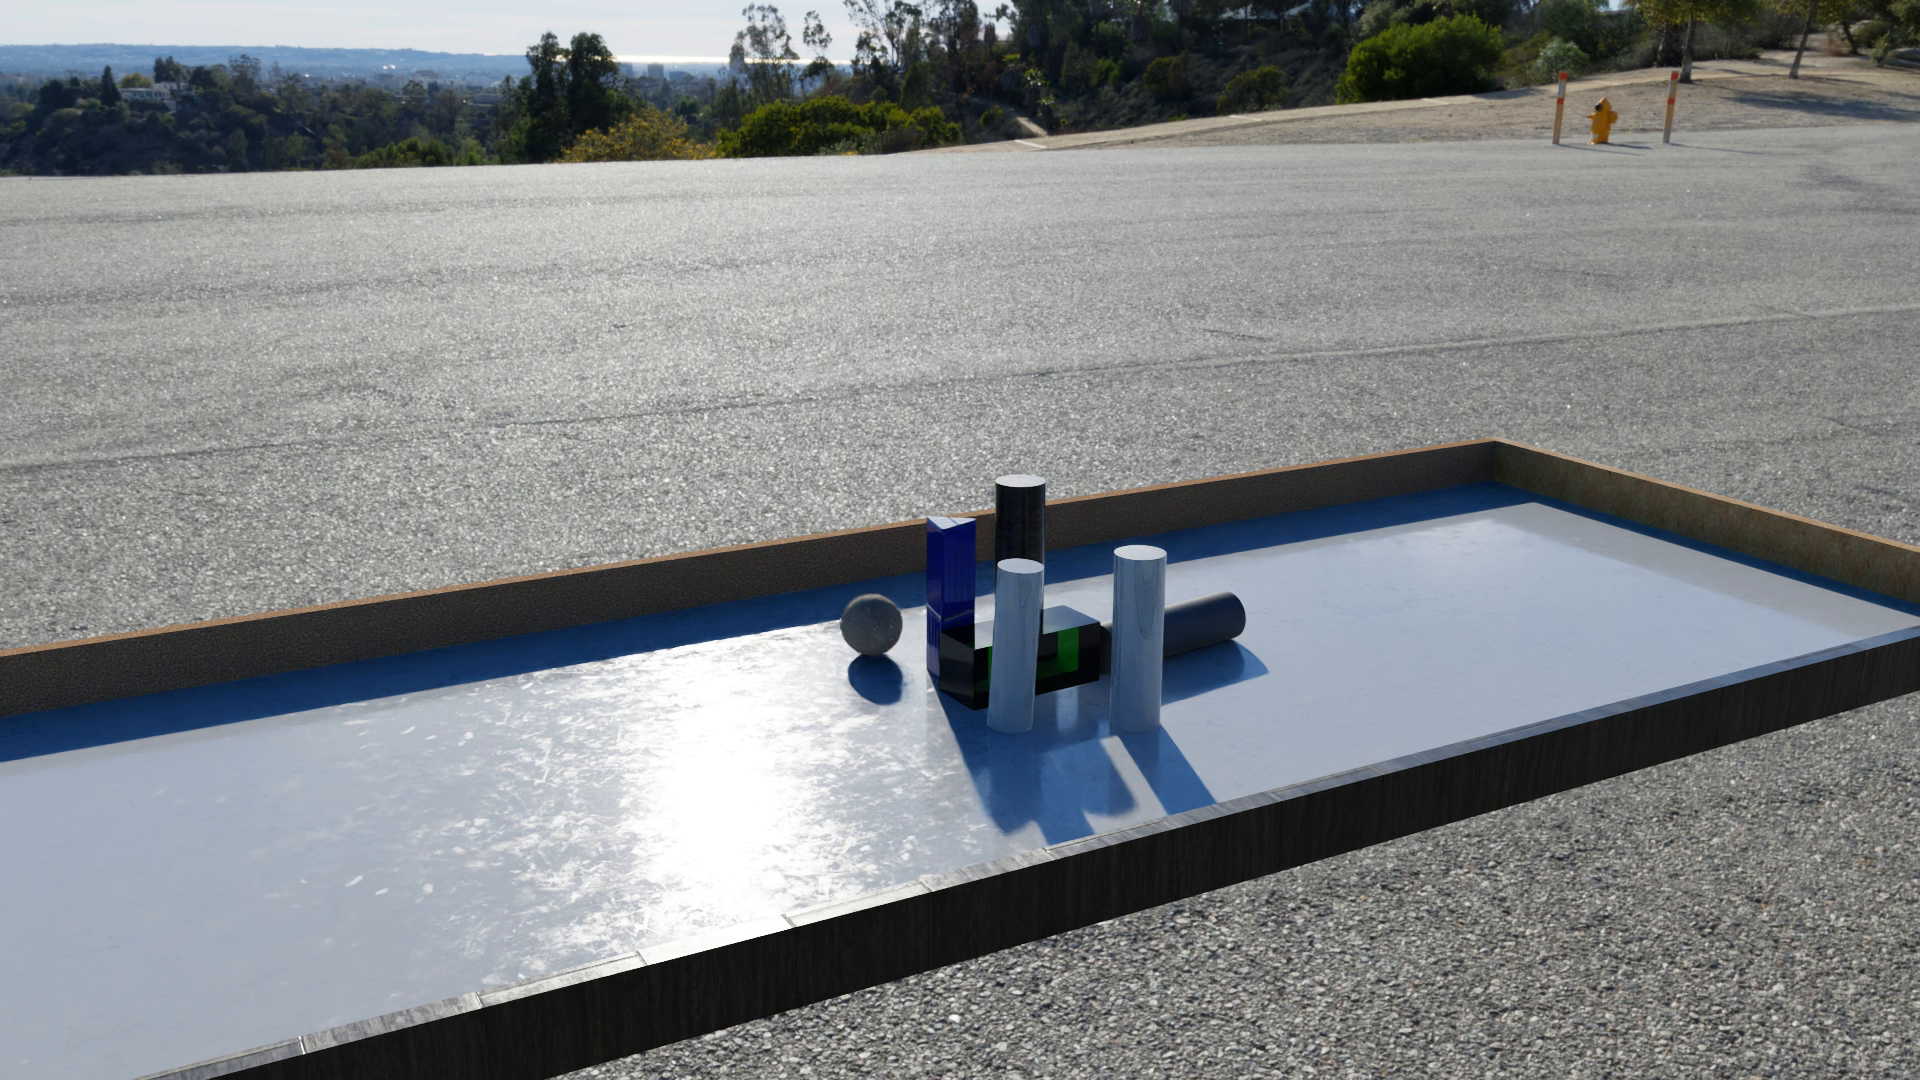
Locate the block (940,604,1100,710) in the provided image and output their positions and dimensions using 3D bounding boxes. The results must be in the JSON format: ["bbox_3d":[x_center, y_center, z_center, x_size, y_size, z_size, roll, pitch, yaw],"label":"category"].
[{"bbox_3d":[0.150,0.288,4.097,0.376,0.156,0.156,-10,19,-31],"label":"block"}]

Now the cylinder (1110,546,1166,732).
[{"bbox_3d":[0.412,0.230,3.830,0.119,0.419,0.119,0,16,0],"label":"cylinder"}]

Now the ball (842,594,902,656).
[{"bbox_3d":[-0.230,0.222,4.313,0.161,0.161,0.161,0,16,0],"label":"ball"}]

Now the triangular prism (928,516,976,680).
[{"bbox_3d":[-0.043,0.143,4.152,0.106,0.402,0.122,14,21,39],"label":"triangular prism"}]

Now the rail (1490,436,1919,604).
[{"bbox_3d":[2.466,-0.048,5.253,0.050,0.150,2.100,-9,18,-27],"label":"rail"}]

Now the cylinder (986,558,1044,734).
[{"bbox_3d":[0.128,0.246,3.812,0.106,0.392,0.106,3,18,-1],"label":"cylinder"}]

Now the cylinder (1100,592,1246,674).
[{"bbox_3d":[0.539,0.239,4.313,0.457,0.129,0.129,-12,20,-35],"label":"cylinder"}]

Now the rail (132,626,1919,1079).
[{"bbox_3d":[-2.336,1.006,1.665,12.000,0.150,0.050,-9,18,-27],"label":"rail"}]

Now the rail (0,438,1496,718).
[{"bbox_3d":[-3.305,0.497,3.399,12.000,0.150,0.050,-9,18,-27],"label":"rail"}]

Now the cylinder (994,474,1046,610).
[{"bbox_3d":[0.156,0.065,4.324,0.130,0.456,0.130,0,16,0],"label":"cylinder"}]
